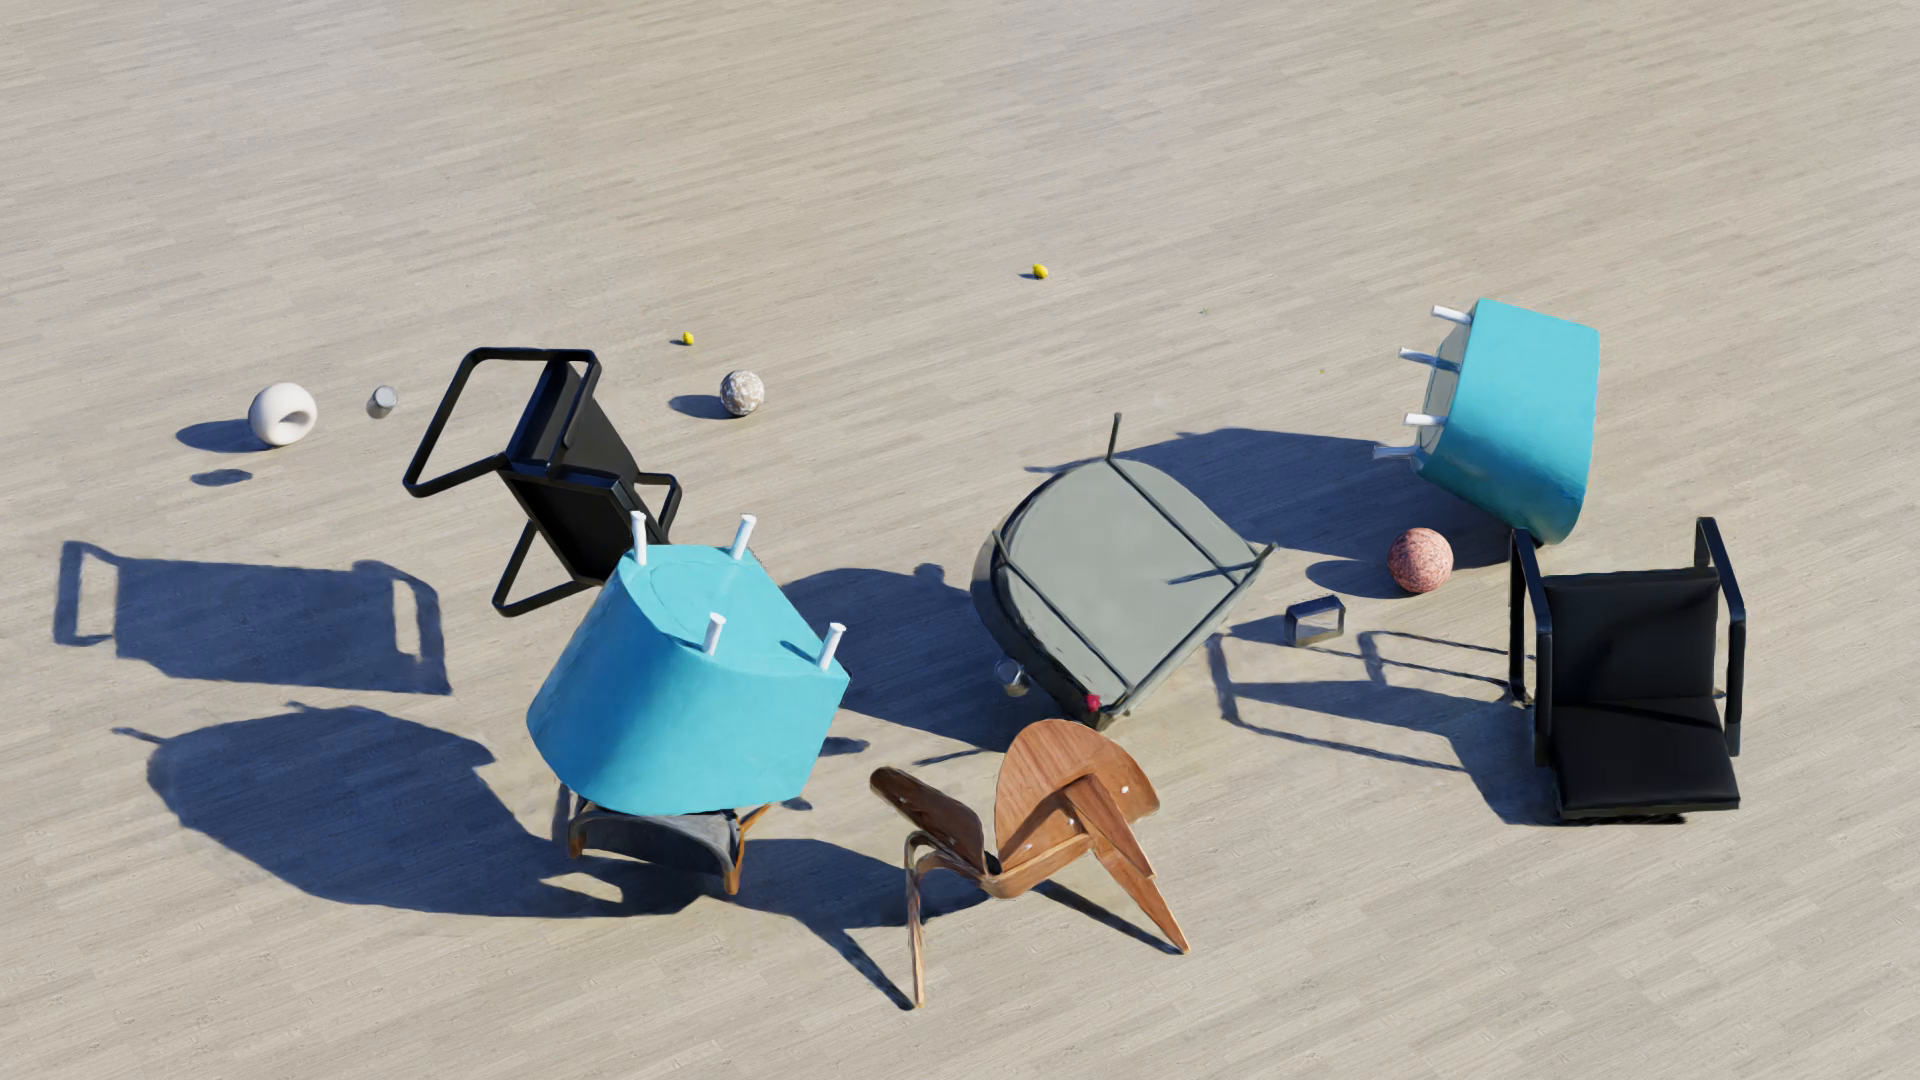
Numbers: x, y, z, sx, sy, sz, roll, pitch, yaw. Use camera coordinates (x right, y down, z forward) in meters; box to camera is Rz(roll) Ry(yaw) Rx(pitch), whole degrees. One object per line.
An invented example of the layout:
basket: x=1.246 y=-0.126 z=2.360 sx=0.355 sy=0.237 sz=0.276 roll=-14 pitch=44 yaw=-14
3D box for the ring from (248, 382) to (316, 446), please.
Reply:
ring: x=-2.644 y=-0.491 z=11.444 sx=0.259 sy=0.284 sz=0.144 roll=-44 pitch=66 yaw=3

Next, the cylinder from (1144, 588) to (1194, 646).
cylinder: x=0.736 y=0.270 z=10.356 sx=0.120 sy=0.164 sz=0.131 roll=25 pitch=33 yaw=0

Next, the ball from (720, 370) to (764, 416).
ball: x=-0.868 y=-0.587 z=11.671 sx=0.182 sy=0.182 sz=0.182 roll=0 pitch=33 yaw=0

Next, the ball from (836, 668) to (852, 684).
ball: x=-0.402 y=0.469 z=10.129 sx=0.057 sy=0.057 sz=0.057 roll=0 pitch=33 yaw=0

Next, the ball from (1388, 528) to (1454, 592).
ball: x=1.666 y=0.073 z=10.618 sx=0.237 sy=0.237 sz=0.237 roll=0 pitch=33 yaw=0

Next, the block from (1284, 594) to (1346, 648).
block: x=1.256 y=0.287 z=10.393 sx=0.194 sy=0.125 sz=0.085 roll=-13 pitch=36 yaw=-19

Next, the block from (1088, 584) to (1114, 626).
block: x=0.503 y=0.234 z=10.482 sx=0.069 sy=0.111 sz=0.094 roll=-4 pitch=30 yaw=-7
